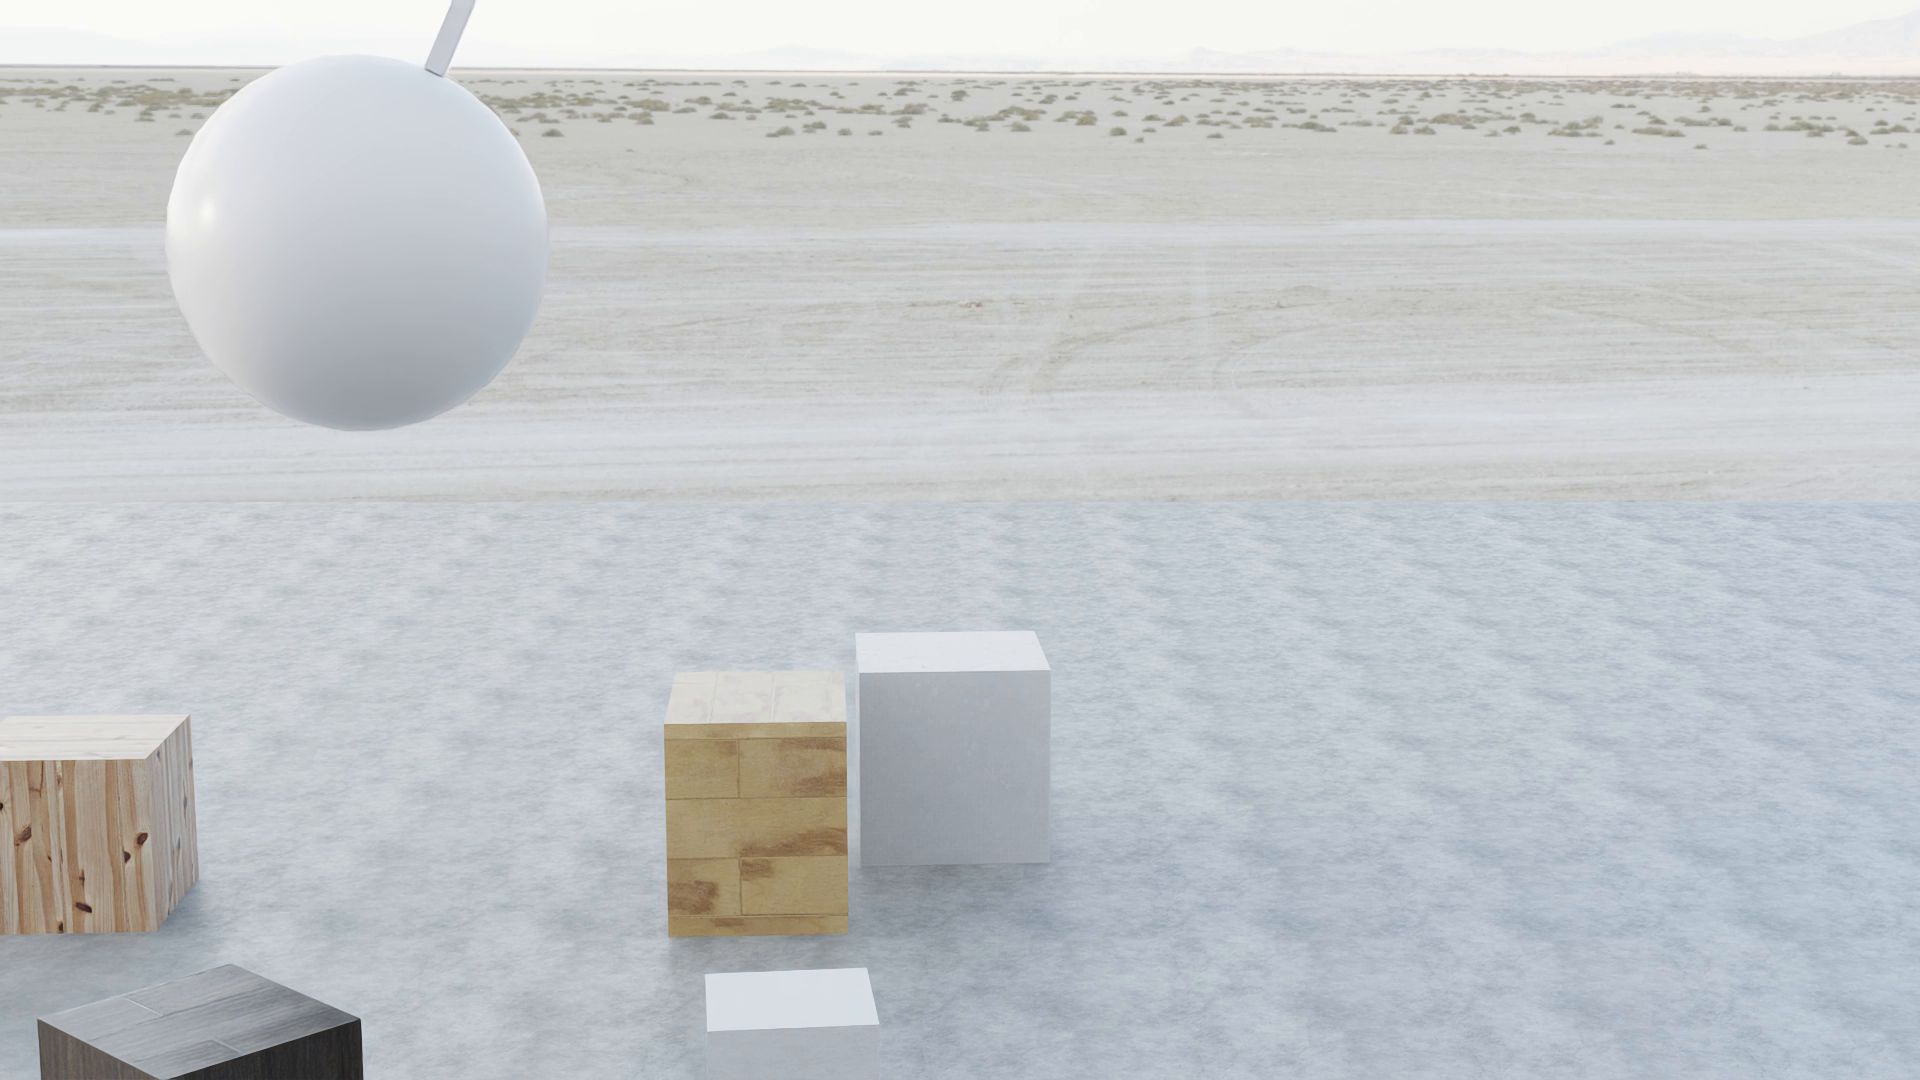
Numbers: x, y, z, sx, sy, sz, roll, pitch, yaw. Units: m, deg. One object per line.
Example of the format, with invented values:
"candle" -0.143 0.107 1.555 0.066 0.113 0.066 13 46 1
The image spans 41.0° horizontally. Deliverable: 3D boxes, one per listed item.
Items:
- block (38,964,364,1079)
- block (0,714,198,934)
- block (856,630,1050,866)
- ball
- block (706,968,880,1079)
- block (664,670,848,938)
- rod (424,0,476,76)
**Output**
"block" -2.204 1.783 7.503 0.693 0.807 0.636 9 14 42
"block" -3.741 1.197 10.912 0.780 0.741 0.743 -1 10 -3
"block" -0.046 0.948 11.862 0.852 0.891 0.816 -1 10 -4
"ball" -2.559 -1.263 10.951 1.600 1.600 1.600 0 10 0
"block" -0.560 1.757 8.493 0.548 0.504 0.531 -1 10 -6
"block" -0.857 1.106 10.956 0.741 0.905 0.916 -1 10 -3
"rod" -1.109 -4.288 10.401 0.080 5.200 0.080 25 9 -4
